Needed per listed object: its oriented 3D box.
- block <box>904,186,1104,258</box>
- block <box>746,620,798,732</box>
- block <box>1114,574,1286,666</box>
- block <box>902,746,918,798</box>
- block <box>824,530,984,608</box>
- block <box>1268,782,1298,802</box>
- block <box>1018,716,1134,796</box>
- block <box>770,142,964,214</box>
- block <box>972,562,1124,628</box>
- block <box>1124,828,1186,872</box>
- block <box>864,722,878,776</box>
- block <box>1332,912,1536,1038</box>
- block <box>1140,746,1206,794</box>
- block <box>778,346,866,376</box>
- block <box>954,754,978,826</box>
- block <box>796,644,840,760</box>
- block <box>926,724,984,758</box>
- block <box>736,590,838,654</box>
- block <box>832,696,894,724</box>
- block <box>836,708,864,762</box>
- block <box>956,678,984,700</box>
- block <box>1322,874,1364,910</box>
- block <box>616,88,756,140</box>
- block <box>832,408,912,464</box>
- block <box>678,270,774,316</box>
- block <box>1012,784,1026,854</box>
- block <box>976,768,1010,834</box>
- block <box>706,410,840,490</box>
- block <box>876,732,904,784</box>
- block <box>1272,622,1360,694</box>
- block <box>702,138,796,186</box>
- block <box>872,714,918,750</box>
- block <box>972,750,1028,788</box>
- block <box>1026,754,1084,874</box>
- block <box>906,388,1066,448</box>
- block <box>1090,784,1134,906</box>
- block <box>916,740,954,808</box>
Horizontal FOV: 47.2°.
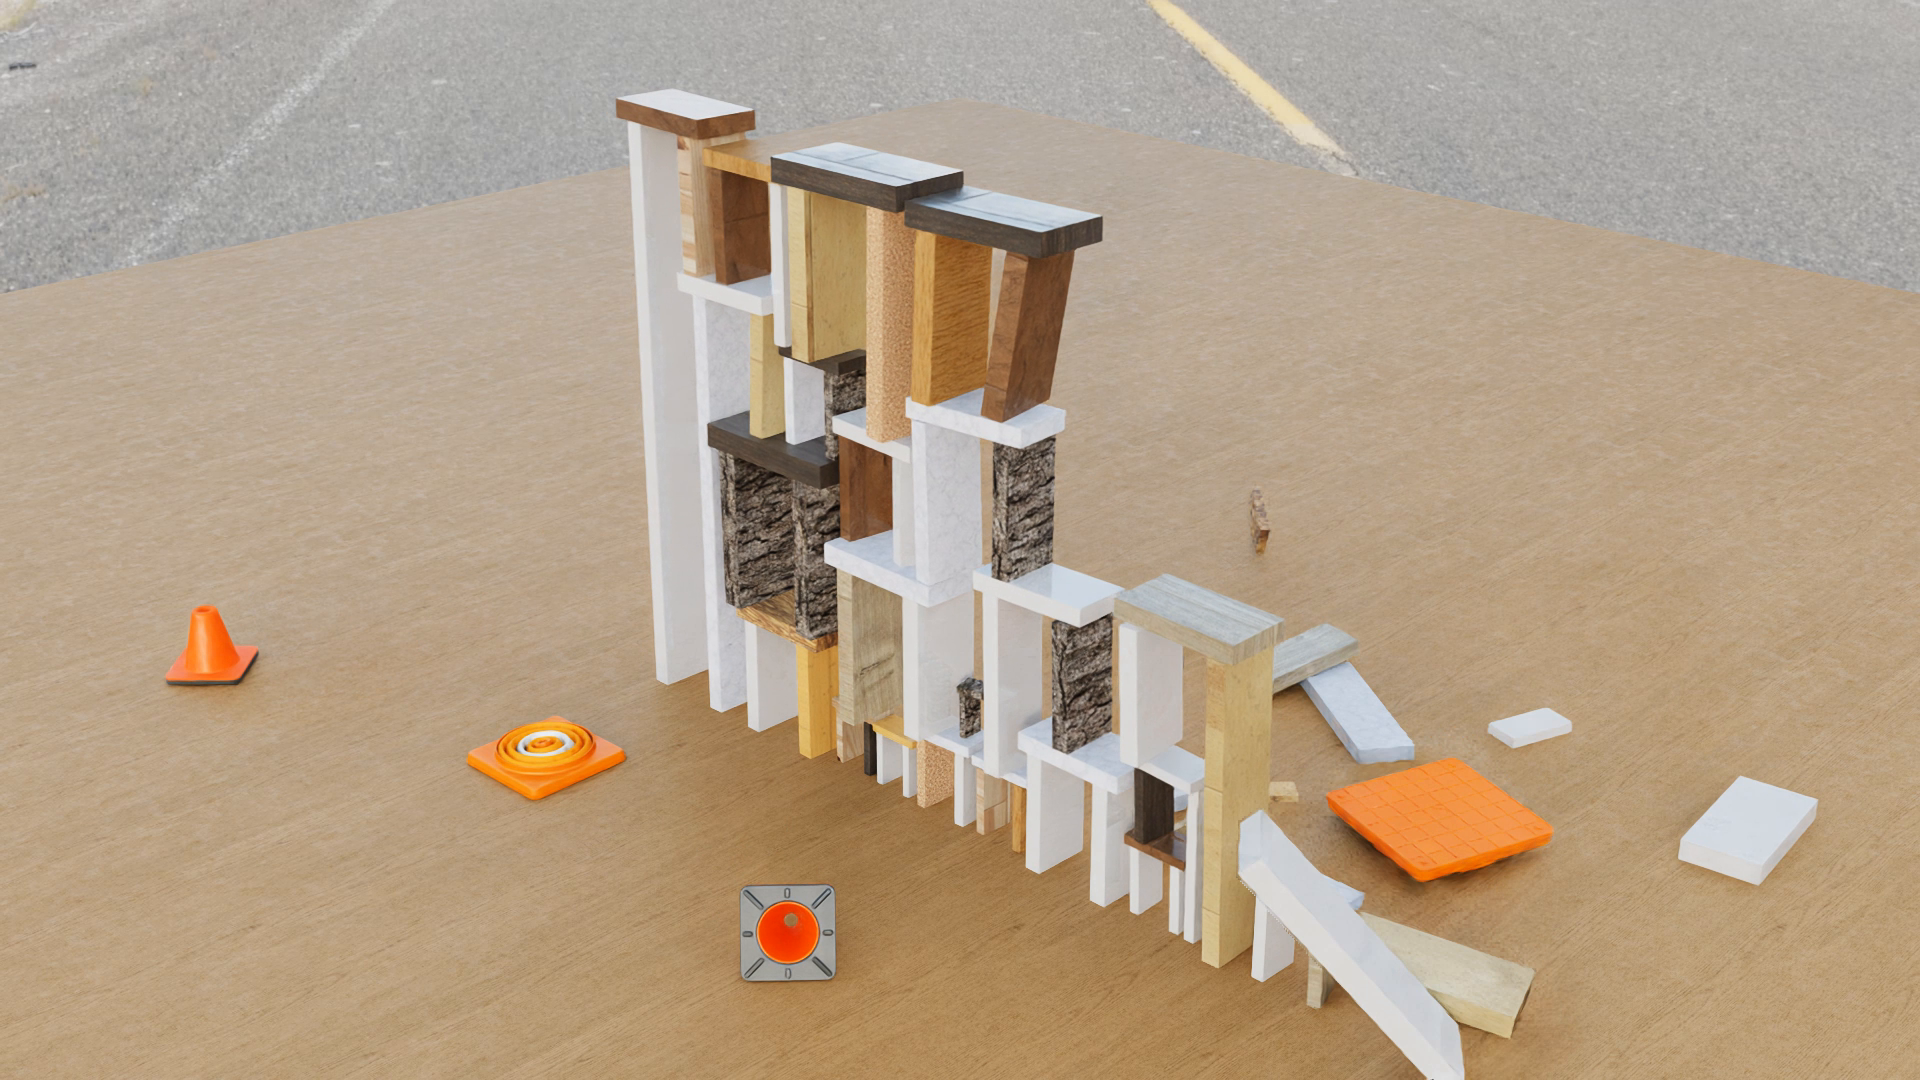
[{"bbox_3d":[0.075,-0.567,3.910,0.328,0.046,0.164,20,29,39],"label":"block"},{"bbox_3d":[-0.402,0.277,4.778,0.036,0.257,0.129,22,32,40],"label":"block"},{"bbox_3d":[0.413,0.135,3.812,0.136,0.039,0.272,-23,31,-38],"label":"block"},{"bbox_3d":[-0.090,0.465,4.514,0.017,0.117,0.058,21,31,41],"label":"block"},{"bbox_3d":[-0.112,0.047,4.354,0.151,0.043,0.302,-21,31,-40],"label":"block"},{"bbox_3d":[0.632,0.518,4.518,0.116,0.016,0.058,0,23,0],"label":"block"},{"bbox_3d":[0.243,0.398,4.136,0.125,0.035,0.250,-21,31,-40],"label":"block"},{"bbox_3d":[-0.176,-0.682,4.121,0.345,0.049,0.172,21,31,41],"label":"block"},{"bbox_3d":[0.164,0.090,4.102,0.259,0.037,0.130,19,29,38],"label":"block"},{"bbox_3d":[0.380,0.560,4.044,0.143,0.020,0.072,21,33,40],"label":"block"},{"bbox_3d":[-0.172,0.426,4.598,0.018,0.125,0.063,21,31,40],"label":"block"},{"bbox_3d":[0.833,0.762,3.866,0.319,0.045,0.159,16,27,21],"label":"block"},{"bbox_3d":[0.385,0.405,3.950,0.079,0.022,0.157,-20,30,-35],"label":"block"},{"bbox_3d":[-0.268,-0.370,4.365,0.090,0.026,0.181,-21,31,-40],"label":"block"},{"bbox_3d":[0.025,0.487,4.408,0.023,0.159,0.080,19,30,38],"label":"block"},{"bbox_3d":[-0.283,0.324,4.669,0.129,0.257,0.036,-21,31,-40],"label":"block"},{"bbox_3d":[-0.017,0.388,4.409,0.159,0.023,0.080,19,30,38],"label":"block"},{"bbox_3d":[-0.343,0.164,4.667,0.129,0.036,0.257,-21,31,-40],"label":"block"},{"bbox_3d":[-0.202,0.349,4.596,0.125,0.018,0.063,21,31,40],"label":"block"},{"bbox_3d":[-0.231,0.403,4.652,0.018,0.125,0.063,21,31,40],"label":"block"},{"bbox_3d":[0.047,0.297,4.329,0.097,0.014,0.049,13,26,29],"label":"block"},{"bbox_3d":[0.603,0.610,3.832,0.179,0.025,0.090,21,31,41],"label":"block"},{"bbox_3d":[-0.559,-0.866,4.465,0.142,0.040,0.284,-19,30,-38],"label":"block"},{"bbox_3d":[-0.130,-0.208,4.270,0.115,0.033,0.230,-19,30,-38],"label":"block"},{"bbox_3d":[-0.437,-0.513,4.460,0.134,0.038,0.268,-21,30,-40],"label":"block"},{"bbox_3d":[0.136,0.535,4.313,0.021,0.145,0.072,21,30,39],"label":"block"},{"bbox_3d":[0.066,0.508,4.377,0.072,0.145,0.021,-20,30,-40],"label":"block"},{"bbox_3d":[-0.339,-0.195,4.511,0.348,0.049,0.174,21,31,40],"label":"block"},{"bbox_3d":[-0.145,0.444,4.565,0.017,0.117,0.059,21,31,41],"label":"block"},{"bbox_3d":[0.771,0.267,4.994,0.247,0.035,0.123,-22,26,-21],"label":"block"},{"bbox_3d":[-0.385,-0.742,4.313,0.233,0.033,0.117,22,31,40],"label":"block"},{"bbox_3d":[-0.118,0.393,4.513,0.117,0.017,0.058,21,31,41],"label":"block"},{"bbox_3d":[0.101,0.443,4.318,0.145,0.021,0.072,20,30,39],"label":"block"},{"bbox_3d":[0.184,0.507,4.245,0.125,0.250,0.035,-21,31,-41],"label":"block"},{"bbox_3d":[0.046,-0.235,4.081,0.270,0.038,0.135,18,28,35],"label":"block"},{"bbox_3d":[0.302,0.553,4.137,0.035,0.250,0.125,21,31,41],"label":"block"},{"bbox_3d":[-0.050,0.459,4.476,0.080,0.159,0.023,-21,30,-40],"label":"block"}]
